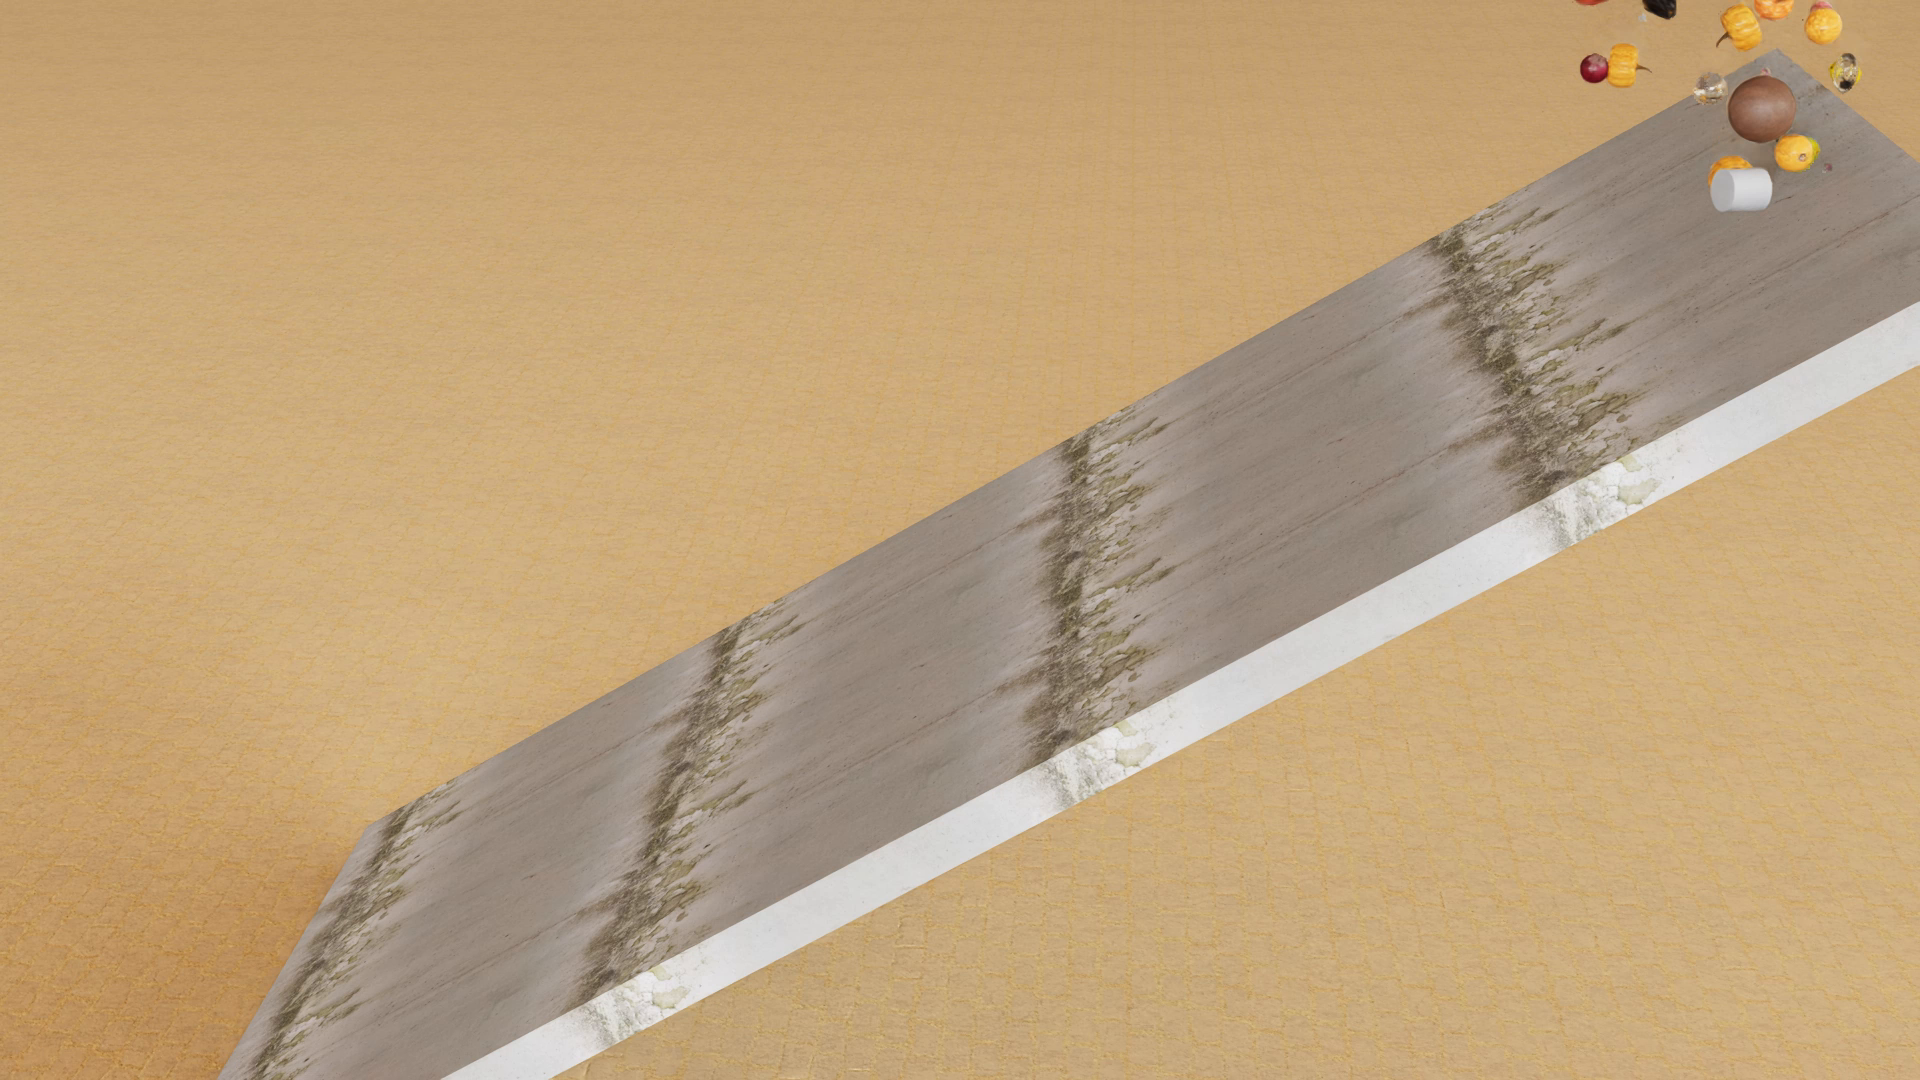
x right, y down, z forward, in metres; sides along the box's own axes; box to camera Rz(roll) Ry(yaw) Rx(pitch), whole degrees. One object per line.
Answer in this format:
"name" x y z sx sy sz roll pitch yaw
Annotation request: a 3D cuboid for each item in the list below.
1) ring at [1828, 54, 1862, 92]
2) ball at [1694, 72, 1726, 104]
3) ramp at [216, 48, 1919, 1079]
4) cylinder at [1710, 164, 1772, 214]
"ring" 1.692 -0.892 5.619 0.025 0.076 0.076 23 8 -26
"ball" 1.415 -0.853 5.546 0.058 0.058 0.058 0 19 0
"ramp" 0.142 0.168 6.286 4.000 0.100 2.000 -29 15 12
"cylinder" 1.506 -0.675 5.671 0.082 0.082 0.082 8 13 -30
